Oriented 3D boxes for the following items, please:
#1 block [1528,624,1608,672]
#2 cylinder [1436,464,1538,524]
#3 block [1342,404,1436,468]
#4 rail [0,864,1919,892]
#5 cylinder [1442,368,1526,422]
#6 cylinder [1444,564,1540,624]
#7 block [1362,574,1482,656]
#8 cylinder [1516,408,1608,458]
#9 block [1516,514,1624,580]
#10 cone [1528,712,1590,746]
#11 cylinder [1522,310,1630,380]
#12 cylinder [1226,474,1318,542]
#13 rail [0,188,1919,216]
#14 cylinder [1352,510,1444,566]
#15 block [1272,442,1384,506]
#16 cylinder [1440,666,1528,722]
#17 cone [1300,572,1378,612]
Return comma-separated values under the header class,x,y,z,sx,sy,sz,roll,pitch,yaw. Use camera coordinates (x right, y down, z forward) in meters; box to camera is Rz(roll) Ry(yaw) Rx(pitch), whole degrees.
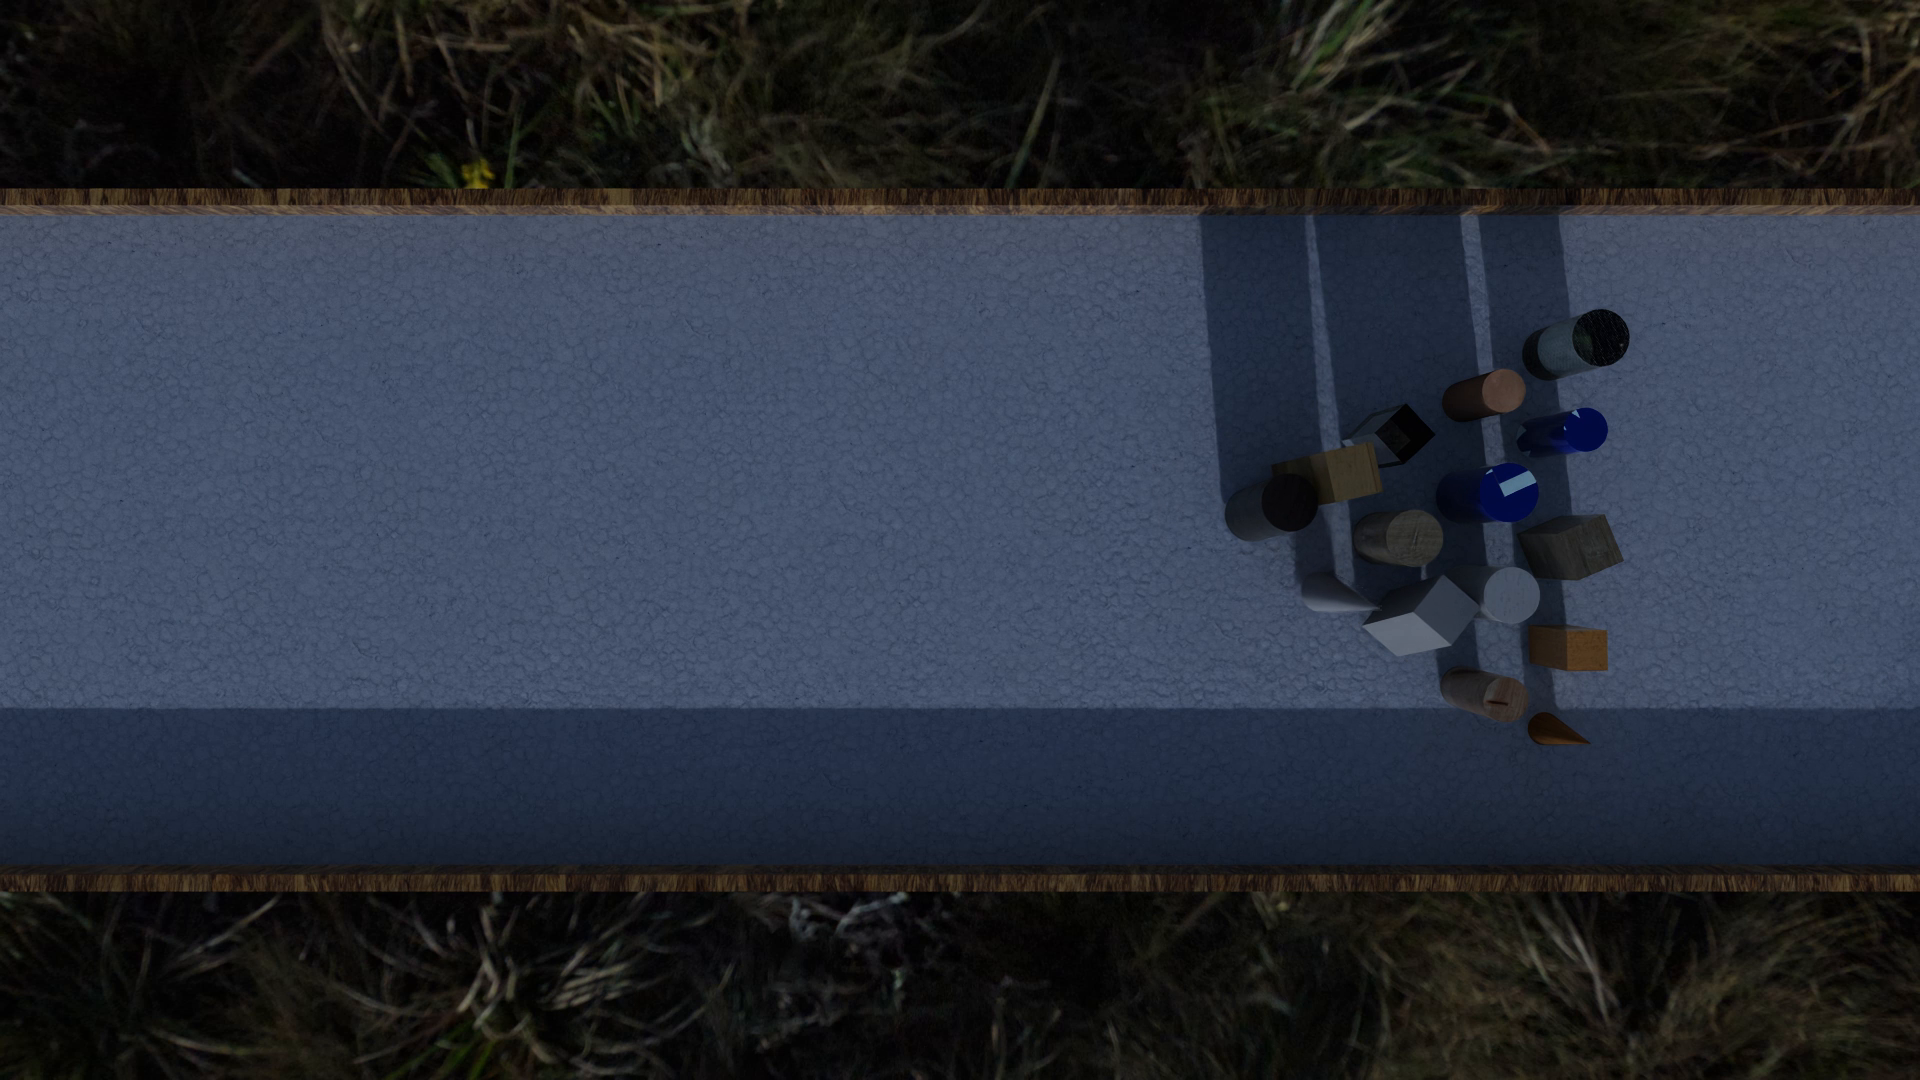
class,x,y,z,sx,sy,sz,roll,pitch,yaw
block,1.810,0.320,4.918,0.116,0.317,0.116,-1,90,0
cylinder,1.548,-0.134,4.863,0.168,0.426,0.168,0,90,0
block,1.261,-0.301,4.875,0.123,0.404,0.123,-43,90,0
rail,-2.247,1.025,5.001,12.000,0.150,0.050,0,90,0
cylinder,1.546,-0.424,4.882,0.124,0.389,0.124,0,90,0
cylinder,1.553,0.155,4.860,0.159,0.434,0.159,0,90,0
block,1.356,0.227,4.868,0.144,0.397,0.144,41,79,0
cylinder,1.775,-0.313,4.877,0.125,0.400,0.125,0,90,0
block,1.807,0.021,4.900,0.146,0.352,0.146,-23,90,0
cone,1.798,0.581,4.886,0.101,0.381,0.101,0,90,0
cylinder,1.812,-0.572,4.870,0.163,0.414,0.163,0,90,0
cylinder,0.917,-0.092,4.881,0.167,0.370,0.167,1,85,-7
rail,-2.247,-1.025,5.002,12.000,0.150,0.050,0,90,0
cylinder,1.289,-0.005,4.876,0.162,0.401,0.162,0,90,0
block,1.073,-0.183,4.849,0.145,0.437,0.145,-12,90,-9
cylinder,1.542,0.451,4.867,0.129,0.419,0.129,0,90,0
cone,1.142,0.175,4.839,0.122,0.460,0.122,-1,94,-9
